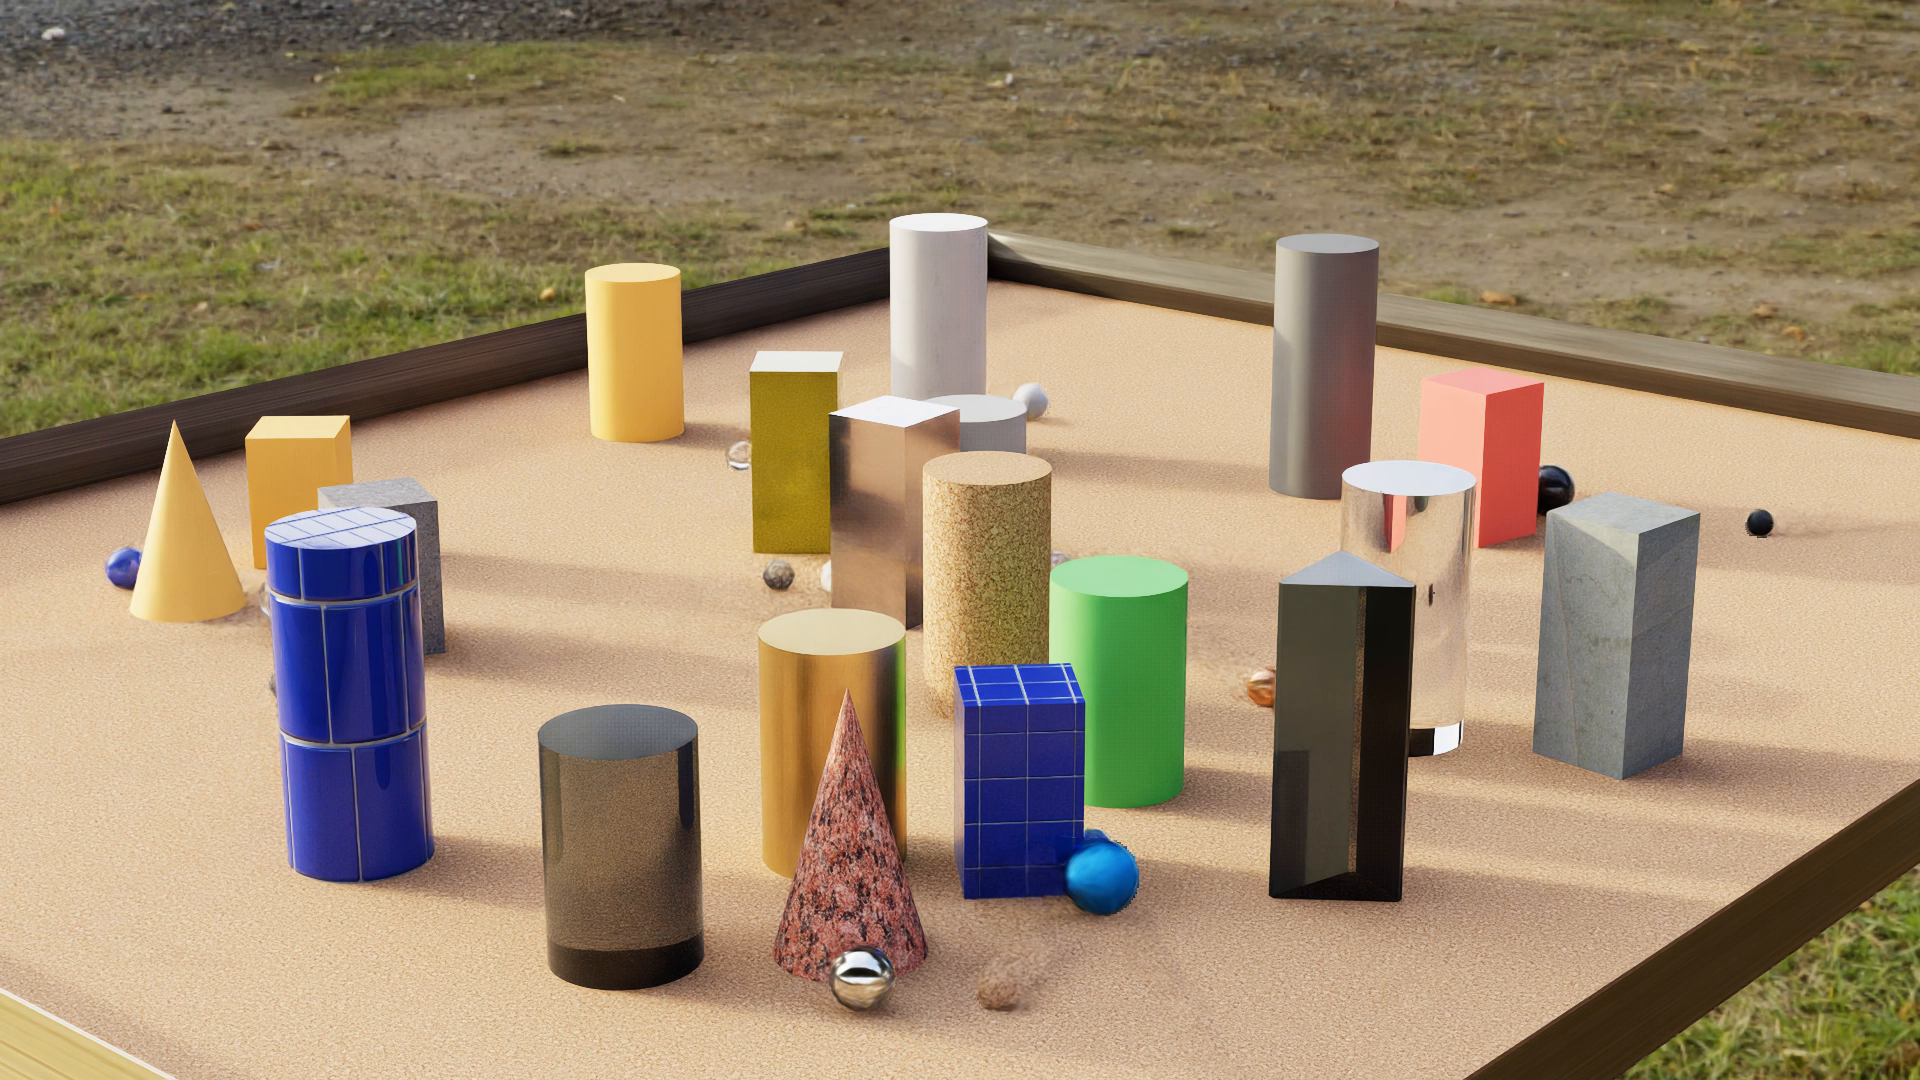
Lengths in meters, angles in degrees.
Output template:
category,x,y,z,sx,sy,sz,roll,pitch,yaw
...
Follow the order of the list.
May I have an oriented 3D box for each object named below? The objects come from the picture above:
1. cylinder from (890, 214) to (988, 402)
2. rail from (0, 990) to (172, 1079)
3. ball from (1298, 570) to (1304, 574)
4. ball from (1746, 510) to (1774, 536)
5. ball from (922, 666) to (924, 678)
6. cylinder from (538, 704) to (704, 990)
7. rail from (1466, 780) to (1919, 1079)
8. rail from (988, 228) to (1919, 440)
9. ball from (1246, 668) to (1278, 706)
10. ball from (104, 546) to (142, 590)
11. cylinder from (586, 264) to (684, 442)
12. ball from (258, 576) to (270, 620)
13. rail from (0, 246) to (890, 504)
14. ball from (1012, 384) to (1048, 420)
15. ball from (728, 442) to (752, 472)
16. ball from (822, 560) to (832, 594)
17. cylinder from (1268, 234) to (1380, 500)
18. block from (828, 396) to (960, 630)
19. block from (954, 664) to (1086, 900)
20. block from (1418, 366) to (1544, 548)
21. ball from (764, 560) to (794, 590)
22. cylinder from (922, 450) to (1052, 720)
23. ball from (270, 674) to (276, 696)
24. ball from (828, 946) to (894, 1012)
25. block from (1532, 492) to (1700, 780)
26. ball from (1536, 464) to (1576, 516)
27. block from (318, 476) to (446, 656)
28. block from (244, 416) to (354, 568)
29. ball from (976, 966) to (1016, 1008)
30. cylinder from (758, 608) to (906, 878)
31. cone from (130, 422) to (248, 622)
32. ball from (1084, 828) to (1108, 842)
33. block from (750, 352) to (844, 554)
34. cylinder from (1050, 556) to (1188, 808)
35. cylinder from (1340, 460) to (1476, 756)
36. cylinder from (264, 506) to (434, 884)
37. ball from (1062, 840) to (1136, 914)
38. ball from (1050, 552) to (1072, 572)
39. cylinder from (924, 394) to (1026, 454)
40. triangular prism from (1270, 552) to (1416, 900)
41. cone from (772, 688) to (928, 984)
category,x,y,z,sx,sy,sz,roll,pitch,yaw
cylinder,-0.043,-0.411,5.984,0.198,0.481,0.198,0,17,0
rail,-1.375,0.489,3.604,3.544,0.128,0.045,14,22,39
ball,0.606,0.074,5.135,0.041,0.041,0.041,0,17,0
ball,1.494,-0.032,5.473,0.050,0.050,0.050,0,17,0
ball,-0.041,0.211,4.682,0.041,0.041,0.041,0,17,0
cylinder,-0.422,0.381,3.662,0.198,0.303,0.198,0,17,0
rail,1.320,0.363,4.023,0.045,0.128,4.240,14,22,39
rail,1.375,-0.425,6.636,3.544,0.128,0.045,14,22,39
ball,0.478,0.229,4.586,0.061,0.061,0.061,0,17,0
ball,-1.465,0.050,5.158,0.075,0.075,0.075,0,17,0
cylinder,-0.684,-0.396,6.175,0.198,0.341,0.198,0,17,0
ball,-1.136,0.097,4.960,0.099,0.099,0.099,0,17,0
rail,-1.320,-0.298,6.217,0.045,0.128,4.240,14,22,39
ball,0.152,-0.298,6.307,0.077,0.077,0.077,0,17,0
ball,-0.439,-0.168,5.907,0.060,0.060,0.060,0,17,0
ball,-0.205,0.064,5.112,0.074,0.074,0.074,0,17,0
cylinder,0.711,-0.340,5.737,0.198,0.487,0.198,0,17,0
block,-0.110,-0.048,4.999,0.158,0.354,0.158,12,20,34
block,0.077,0.321,3.919,0.158,0.271,0.158,-1,17,-5
block,0.968,-0.156,5.467,0.158,0.291,0.158,-13,21,-36
ball,-0.319,0.061,5.155,0.054,0.054,0.054,0,17,0
cylinder,0.042,0.072,4.550,0.198,0.383,0.198,0,17,0
ball,-1.063,0.227,4.616,0.047,0.047,0.047,0,17,0
ball,-0.119,0.531,3.553,0.079,0.079,0.079,0,17,0
block,0.970,0.139,4.338,0.158,0.377,0.158,-15,23,-41
ball,1.125,-0.095,5.598,0.099,0.099,0.099,0,17,0
block,-0.954,0.050,4.834,0.158,0.261,0.158,-8,18,-24
block,-1.194,-0.088,5.324,0.158,0.243,0.158,-1,17,-2
ball,0.044,0.543,3.565,0.049,0.049,0.049,0,17,0
cylinder,-0.172,0.277,3.972,0.198,0.324,0.198,0,17,0
cone,-1.336,-0.047,5.033,0.198,0.332,0.198,0,17,0
ball,0.180,0.417,3.980,0.051,0.051,0.051,0,17,0
block,-0.297,-0.162,5.396,0.158,0.343,0.158,0,17,2
cylinder,0.227,0.203,4.232,0.198,0.317,0.198,0,17,0
cylinder,0.667,0.102,4.413,0.198,0.406,0.198,0,17,0
cylinder,-0.821,0.208,3.952,0.198,0.468,0.198,0,17,0
ball,0.183,0.439,3.828,0.096,0.096,0.096,0,17,0
ball,0.172,0.051,5.180,0.060,0.060,0.060,0,17,0
cylinder,0.018,-0.085,5.200,0.198,0.308,0.198,0,17,0
triangular prism,0.502,0.245,3.885,0.171,0.436,0.148,1,17,4
cone,-0.139,0.350,3.671,0.198,0.357,0.198,0,17,0
